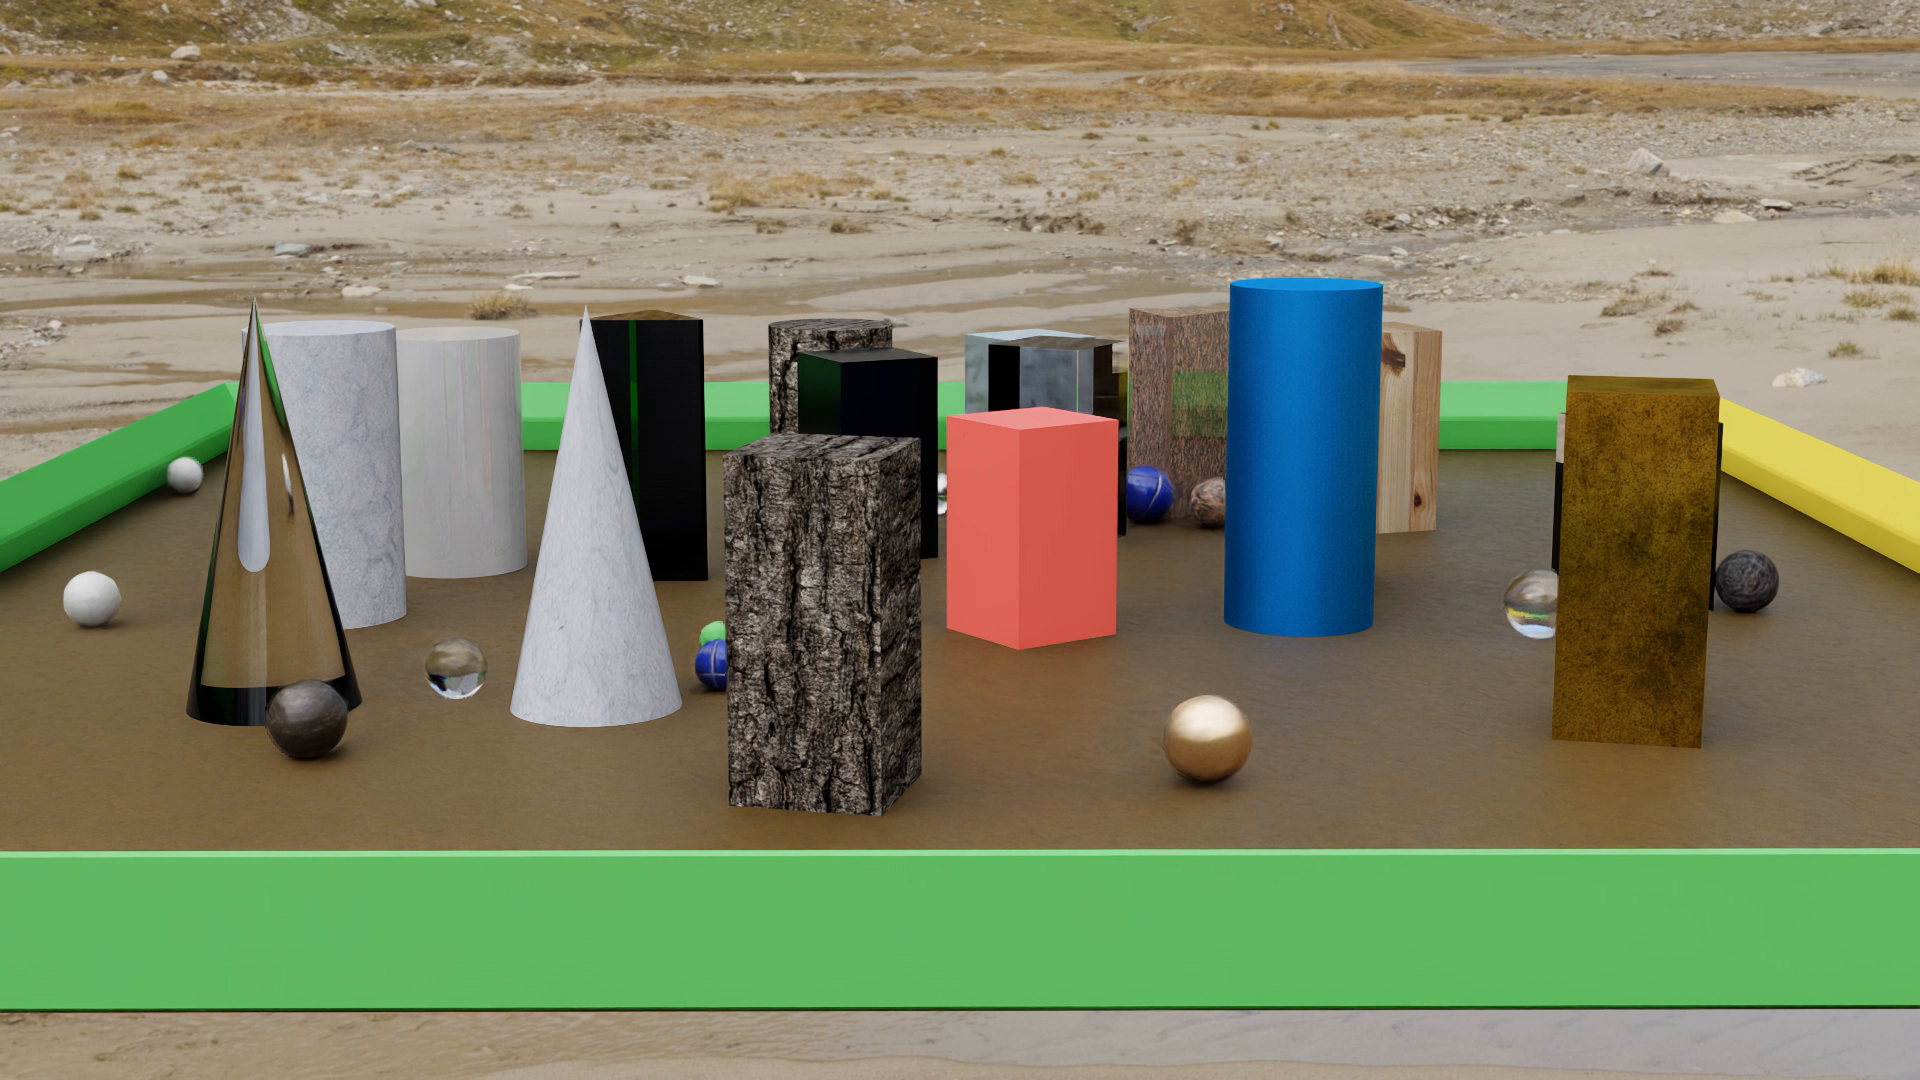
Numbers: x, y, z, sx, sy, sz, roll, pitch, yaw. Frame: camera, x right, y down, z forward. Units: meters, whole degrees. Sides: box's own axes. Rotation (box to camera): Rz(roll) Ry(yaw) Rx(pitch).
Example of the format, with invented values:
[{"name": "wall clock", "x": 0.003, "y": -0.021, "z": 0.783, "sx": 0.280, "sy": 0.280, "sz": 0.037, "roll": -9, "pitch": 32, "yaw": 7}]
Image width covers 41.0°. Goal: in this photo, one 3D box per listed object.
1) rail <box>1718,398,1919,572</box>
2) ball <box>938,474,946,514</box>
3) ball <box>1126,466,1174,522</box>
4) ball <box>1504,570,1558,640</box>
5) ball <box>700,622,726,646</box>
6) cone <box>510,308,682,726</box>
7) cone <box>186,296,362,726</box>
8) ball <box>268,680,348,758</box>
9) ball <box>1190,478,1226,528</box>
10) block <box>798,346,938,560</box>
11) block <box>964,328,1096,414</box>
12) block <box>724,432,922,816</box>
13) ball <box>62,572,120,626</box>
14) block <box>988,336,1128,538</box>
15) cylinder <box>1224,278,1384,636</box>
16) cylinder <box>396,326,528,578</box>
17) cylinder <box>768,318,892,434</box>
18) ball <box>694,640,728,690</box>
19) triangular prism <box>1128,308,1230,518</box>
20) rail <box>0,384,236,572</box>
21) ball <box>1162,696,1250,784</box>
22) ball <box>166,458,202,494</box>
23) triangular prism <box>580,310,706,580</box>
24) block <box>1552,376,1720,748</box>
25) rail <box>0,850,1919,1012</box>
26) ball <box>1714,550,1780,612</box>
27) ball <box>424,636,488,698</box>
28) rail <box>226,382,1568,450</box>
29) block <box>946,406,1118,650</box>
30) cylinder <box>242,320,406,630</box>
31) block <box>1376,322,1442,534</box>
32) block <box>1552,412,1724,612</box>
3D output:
[{"name": "rail", "x": 1.371, "y": 0.031, "z": 3.457, "sx": 0.045, "sy": 0.128, "sz": 2.971, "roll": 0, "pitch": 10, "yaw": 0}, {"name": "ball", "x": -0.034, "y": -0.077, "z": 4.215, "sx": 0.066, "sy": 0.066, "sz": 0.066, "roll": 0, "pitch": 10, "yaw": 0}, {"name": "ball", "x": 0.299, "y": -0.073, "z": 4.129, "sx": 0.091, "sy": 0.091, "sz": 0.091, "roll": 0, "pitch": 10, "yaw": 0}, {"name": "ball", "x": 0.744, "y": 0.082, "z": 3.293, "sx": 0.090, "sy": 0.090, "sz": 0.090, "roll": 0, "pitch": 10, "yaw": 0}, {"name": "ball", "x": -0.303, "y": 0.124, "z": 3.199, "sx": 0.043, "sy": 0.043, "sz": 0.043, "roll": 0, "pitch": 10, "yaw": 0}, {"name": "cone", "x": -0.419, "y": -0.037, "z": 2.914, "sx": 0.197, "sy": 0.462, "sz": 0.197, "roll": 0, "pitch": 10, "yaw": 0}, {"name": "cone", "x": -0.790, "y": -0.044, "z": 2.915, "sx": 0.197, "sy": 0.475, "sz": 0.197, "roll": 0, "pitch": 10, "yaw": 0}, {"name": "ball", "x": -0.694, "y": 0.190, "z": 2.730, "sx": 0.083, "sy": 0.083, "sz": 0.083, "roll": 0, "pitch": 10, "yaw": 0}, {"name": "ball", "x": 0.405, "y": -0.059, "z": 4.083, "sx": 0.080, "sy": 0.080, "sz": 0.080, "roll": 0, "pitch": 10, "yaw": 0}, {"name": "block", "x": -0.139, "y": -0.128, "z": 3.847, "sx": 0.157, "sy": 0.301, "sz": 0.157, "roll": -5, "pitch": 12, "yaw": -27}, {"name": "block", "x": 0.118, "y": -0.210, "z": 4.355, "sx": 0.157, "sy": 0.276, "sz": 0.157, "roll": -8, "pitch": 13, "yaw": -36}, {"name": "block", "x": -0.135, "y": 0.081, "z": 2.580, "sx": 0.157, "sy": 0.353, "sz": 0.157, "roll": 3, "pitch": 11, "yaw": 13}, {"name": "ball", "x": -1.139, "y": 0.077, "z": 3.366, "sx": 0.073, "sy": 0.073, "sz": 0.073, "roll": 0, "pitch": 10, "yaw": 0}, {"name": "block", "x": 0.152, "y": -0.153, "z": 3.967, "sx": 0.157, "sy": 0.306, "sz": 0.157, "roll": 7, "pitch": 12, "yaw": 31}, {"name": "cylinder", "x": 0.449, "y": -0.112, "z": 3.364, "sx": 0.197, "sy": 0.446, "sz": 0.197, "roll": 0, "pitch": 10, "yaw": 0}, {"name": "cylinder", "x": -0.737, "y": -0.131, "z": 3.750, "sx": 0.197, "sy": 0.343, "sz": 0.197, "roll": 0, "pitch": 10, "yaw": 0}, {"name": "cylinder", "x": -0.206, "y": -0.185, "z": 4.103, "sx": 0.197, "sy": 0.320, "sz": 0.197, "roll": 0, "pitch": 10, "yaw": 0}, {"name": "ball", "x": -0.284, "y": 0.147, "z": 3.027, "sx": 0.059, "sy": 0.059, "sz": 0.059, "roll": 0, "pitch": 10, "yaw": 0}, {"name": "triangular prism", "x": 0.339, "y": -0.216, "z": 4.248, "sx": 0.148, "sy": 0.328, "sz": 0.170, "roll": 9, "pitch": 14, "yaw": 41}, {"name": "rail", "x": -1.371, "y": 0.034, "z": 3.441, "sx": 0.045, "sy": 0.128, "sz": 2.971, "roll": 0, "pitch": 10, "yaw": 0}, {"name": "ball", "x": 0.253, "y": 0.205, "z": 2.631, "sx": 0.090, "sy": 0.090, "sz": 0.090, "roll": 0, "pitch": 10, "yaw": 0}, {"name": "ball", "x": -1.334, "y": -0.110, "z": 4.409, "sx": 0.061, "sy": 0.061, "sz": 0.061, "roll": 0, "pitch": 10, "yaw": 0}, {"name": "triangular prism", "x": -0.448, "y": -0.139, "z": 3.707, "sx": 0.170, "sy": 0.374, "sz": 0.148, "roll": 0, "pitch": 10, "yaw": 0}, {"name": "block", "x": 0.742, "y": 0.020, "z": 2.827, "sx": 0.157, "sy": 0.382, "sz": 0.157, "roll": 3, "pitch": 11, "yaw": 13}, {"name": "rail", "x": 0.008, "y": 0.299, "z": 2.012, "sx": 2.790, "sy": 0.128, "sz": 0.045, "roll": 0, "pitch": 10, "yaw": 0}, {"name": "ball", "x": 1.061, "y": 0.055, "z": 3.456, "sx": 0.084, "sy": 0.084, "sz": 0.084, "roll": 0, "pitch": 10, "yaw": 0}, {"name": "ball", "x": -0.585, "y": 0.148, "z": 2.983, "sx": 0.072, "sy": 0.072, "sz": 0.072, "roll": 0, "pitch": 10, "yaw": 0}, {"name": "rail", "x": -0.008, "y": -0.233, "z": 4.886, "sx": 2.790, "sy": 0.128, "sz": 0.045, "roll": 0, "pitch": 10, "yaw": 0}, {"name": "block", "x": 0.092, "y": -0.019, "z": 3.317, "sx": 0.157, "sy": 0.280, "sz": 0.157, "roll": -7, "pitch": 13, "yaw": -35}, {"name": "cylinder", "x": -0.842, "y": -0.090, "z": 3.407, "sx": 0.197, "sy": 0.386, "sz": 0.197, "roll": 0, "pitch": 10, "yaw": 0}, {"name": "block", "x": 0.655, "y": -0.181, "z": 4.089, "sx": 0.157, "sy": 0.316, "sz": 0.157, "roll": -3, "pitch": 11, "yaw": -18}, {"name": "block", "x": 0.919, "y": -0.039, "z": 3.491, "sx": 0.157, "sy": 0.256, "sz": 0.157, "roll": -3, "pitch": 11, "yaw": -17}]
